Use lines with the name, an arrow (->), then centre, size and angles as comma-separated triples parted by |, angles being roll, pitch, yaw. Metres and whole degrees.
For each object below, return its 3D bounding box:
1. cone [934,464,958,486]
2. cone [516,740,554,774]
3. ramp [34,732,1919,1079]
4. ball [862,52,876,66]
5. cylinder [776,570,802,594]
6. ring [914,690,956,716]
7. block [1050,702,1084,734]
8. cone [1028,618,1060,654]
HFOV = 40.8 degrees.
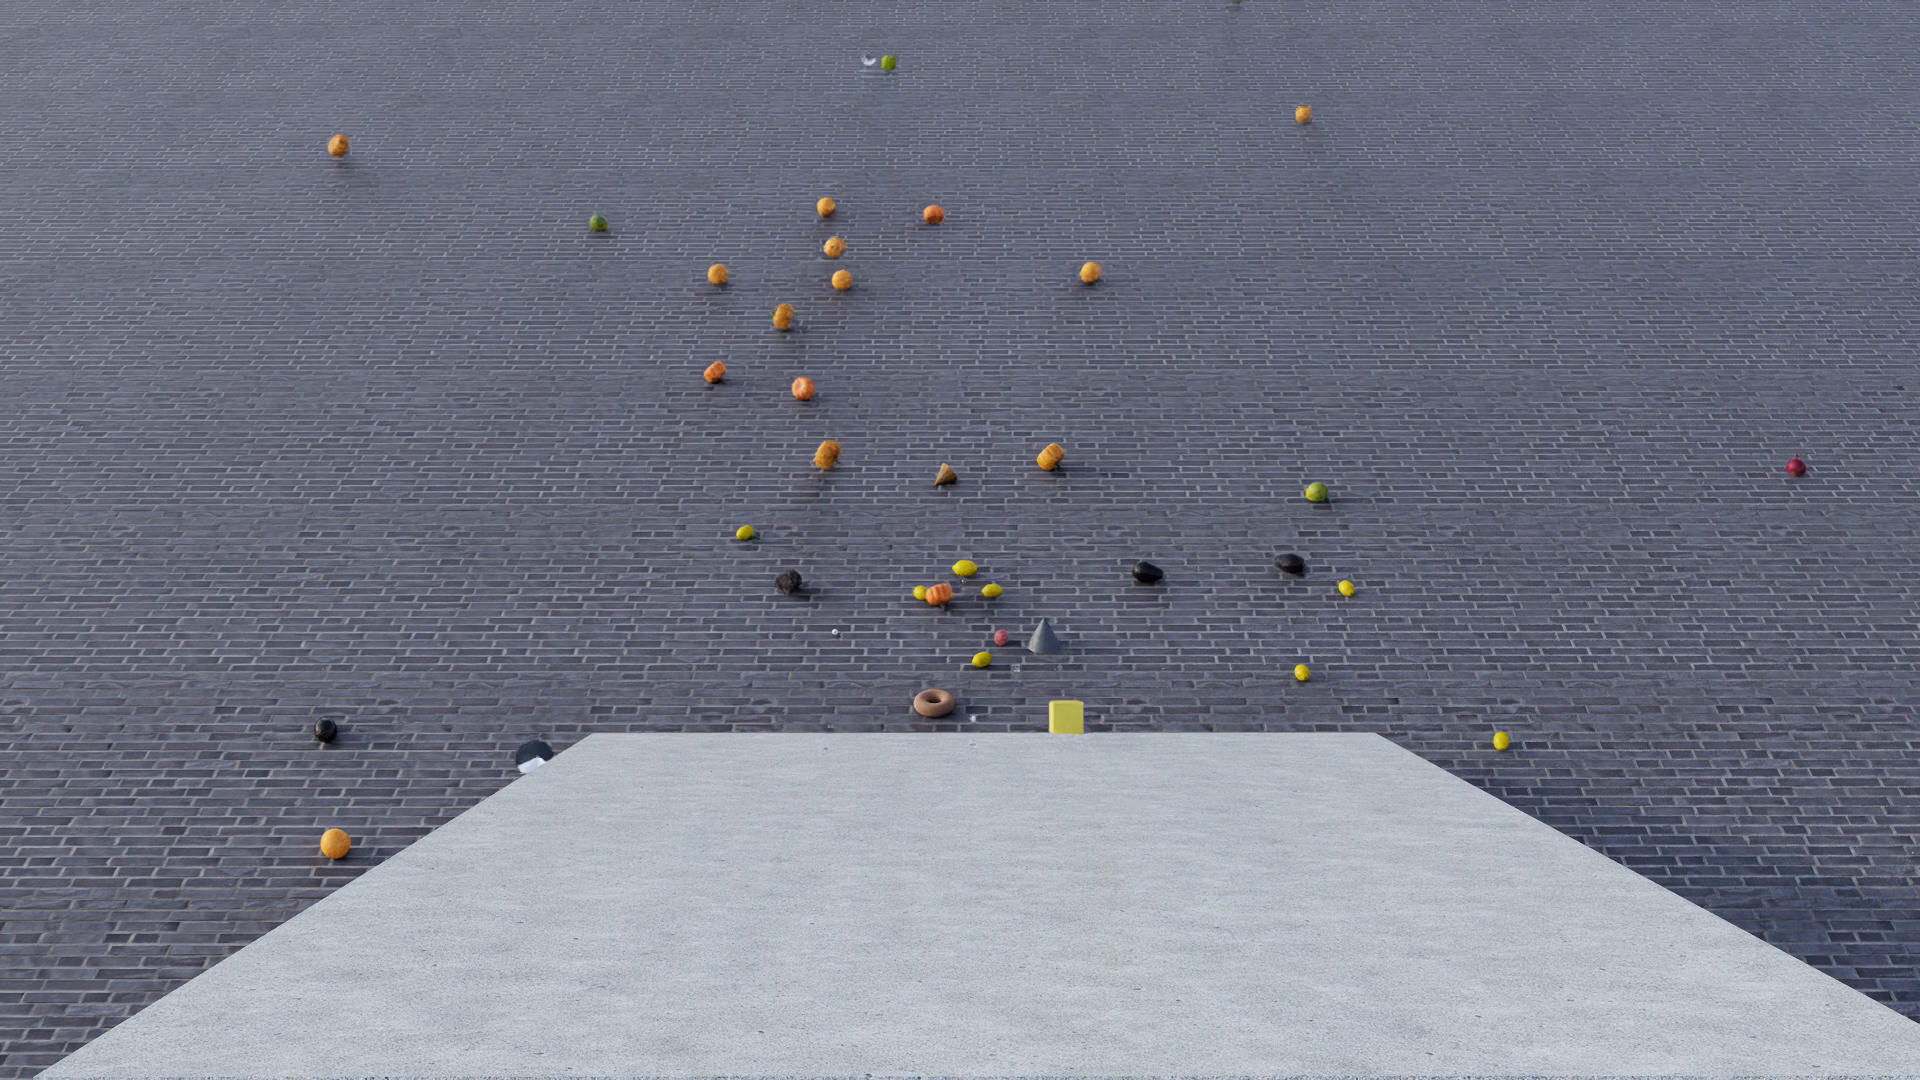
cone -> -0.056, -0.192, 8.051 | 0.068, 0.068, 0.068 | -41, 42, -14
cone -> -1.086, 0.556, 6.632 | 0.096, 0.096, 0.096 | -1, 1, -2
ramp -> 0.063, 0.567, 4.608 | 2.000, 0.100, 4.000 | 0, 1, 0
ball -> -0.416, -2.193, 11.784 | 0.058, 0.058, 0.058 | 0, 28, 0
cylinder -> -0.494, 0.120, 7.442 | 0.054, 0.054, 0.054 | 17, 32, 29
ring -> -0.068, 0.434, 6.871 | 0.111, 0.037, 0.111 | -1, 27, 0
block -> 0.274, 0.456, 6.637 | 0.077, 0.077, 0.077 | 0, -2, -5
cone -> 0.233, 0.251, 7.153 | 0.093, 0.093, 0.093 | 0, 28, 0
